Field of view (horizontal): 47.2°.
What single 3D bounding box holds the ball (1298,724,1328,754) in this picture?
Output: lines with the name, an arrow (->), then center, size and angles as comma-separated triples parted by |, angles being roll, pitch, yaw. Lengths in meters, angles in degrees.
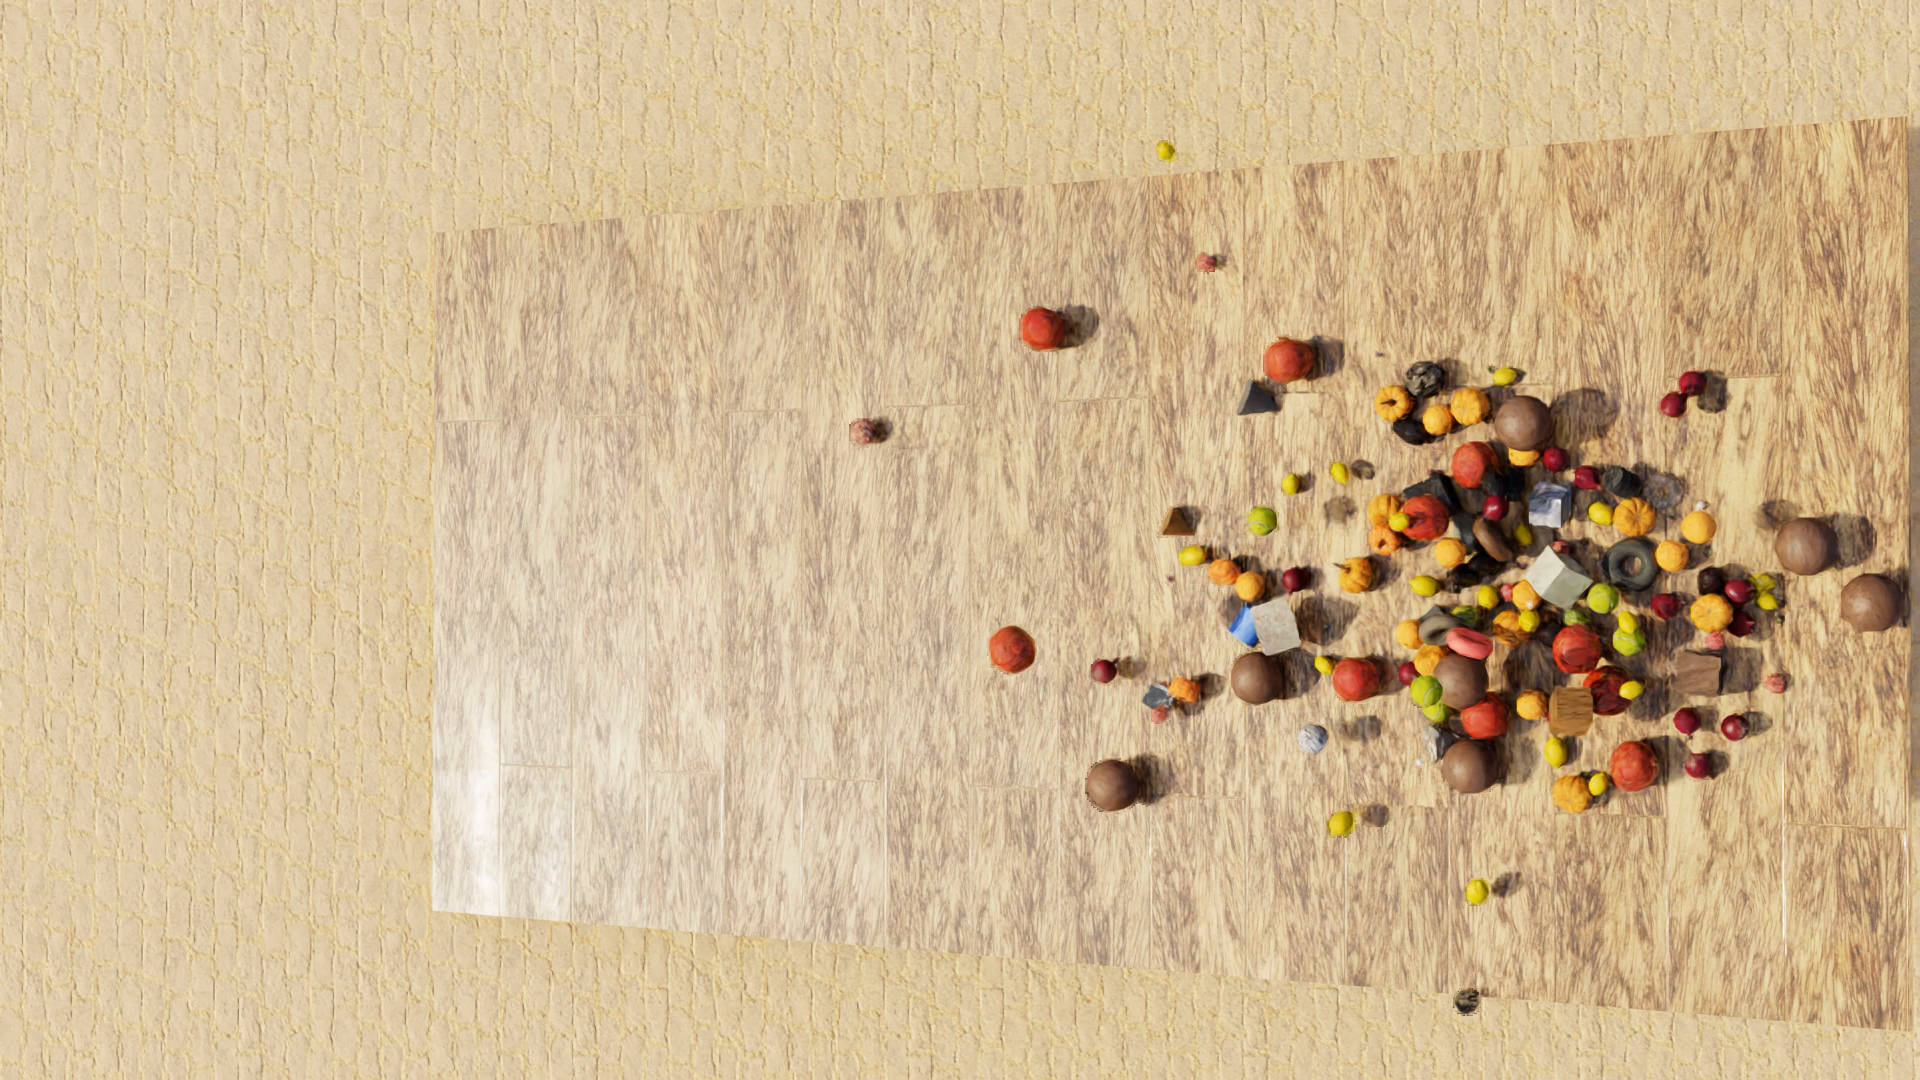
ball -> 0.843, 0.473, 5.252 | 0.072, 0.072, 0.072 | 0, 89, 0

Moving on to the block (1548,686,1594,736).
block -> 1.373, 0.385, 4.943 | 0.080, 0.080, 0.080 | 4, 60, 4

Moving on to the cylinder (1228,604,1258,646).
cylinder -> 0.712, 0.208, 5.393 | 0.077, 0.077, 0.077 | 33, 104, 0

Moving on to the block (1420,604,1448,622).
block -> 1.131, 0.193, 5.207 | 0.054, 0.054, 0.054 | -47, 62, 17

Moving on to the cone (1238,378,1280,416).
cone -> 0.745, -0.335, 5.403 | 0.097, 0.097, 0.097 | 20, 89, -3

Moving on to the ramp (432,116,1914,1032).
ramp -> 0.282, 0.082, 5.692 | 4.000, 0.100, 2.000 | 0, 89, 25

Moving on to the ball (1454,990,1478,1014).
ball -> 1.192, 1.085, 5.173 | 0.055, 0.055, 0.055 | 0, 89, 0

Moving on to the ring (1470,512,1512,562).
ring -> 1.235, -0.008, 5.111 | 0.045, 0.134, 0.134 | -38, 89, 20

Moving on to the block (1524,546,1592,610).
block -> 1.373, 0.088, 5.050 | 0.091, 0.091, 0.091 | 25, 112, -25

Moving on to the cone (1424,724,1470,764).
cone -> 1.159, 0.476, 5.198 | 0.099, 0.099, 0.099 | -7, 89, -4

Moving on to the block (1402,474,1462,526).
block -> 1.118, -0.094, 5.197 | 0.092, 0.092, 0.092 | -25, 79, 26

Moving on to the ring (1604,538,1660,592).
ring -> 1.537, 0.058, 5.031 | 0.125, 0.042, 0.125 | 0, 90, 25

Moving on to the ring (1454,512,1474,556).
ring -> 1.184, -0.016, 5.165 | 0.035, 0.106, 0.106 | -11, 89, 11

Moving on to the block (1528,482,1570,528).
block -> 1.360, -0.081, 5.069 | 0.074, 0.074, 0.074 | 8, 122, 30

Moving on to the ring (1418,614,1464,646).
ring -> 1.122, 0.210, 5.125 | 0.106, 0.106, 0.035 | -2, 52, 0

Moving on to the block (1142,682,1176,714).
block -> 0.497, 0.395, 5.504 | 0.053, 0.053, 0.053 | 32, 102, 22

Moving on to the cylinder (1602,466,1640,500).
cylinder -> 1.510, -0.132, 5.022 | 0.060, 0.060, 0.060 | 24, 89, -26

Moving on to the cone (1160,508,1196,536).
cone -> 0.552, -0.030, 5.493 | 0.080, 0.080, 0.080 | 27, 89, 4

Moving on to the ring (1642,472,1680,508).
ring -> 1.600, -0.112, 5.012 | 0.083, 0.028, 0.083 | -1, 87, 25

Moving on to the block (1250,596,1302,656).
block -> 0.761, 0.209, 5.302 | 0.088, 0.088, 0.088 | -17, 124, 3

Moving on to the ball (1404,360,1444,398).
ball -> 1.100, -0.381, 5.213 | 0.089, 0.089, 0.089 | 0, 89, 0

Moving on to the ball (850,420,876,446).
ball -> -0.258, -0.287, 5.853 | 0.070, 0.070, 0.070 | 0, 89, 0

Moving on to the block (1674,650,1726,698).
block -> 1.663, 0.301, 4.942 | 0.091, 0.091, 0.091 | 6, 92, 25
